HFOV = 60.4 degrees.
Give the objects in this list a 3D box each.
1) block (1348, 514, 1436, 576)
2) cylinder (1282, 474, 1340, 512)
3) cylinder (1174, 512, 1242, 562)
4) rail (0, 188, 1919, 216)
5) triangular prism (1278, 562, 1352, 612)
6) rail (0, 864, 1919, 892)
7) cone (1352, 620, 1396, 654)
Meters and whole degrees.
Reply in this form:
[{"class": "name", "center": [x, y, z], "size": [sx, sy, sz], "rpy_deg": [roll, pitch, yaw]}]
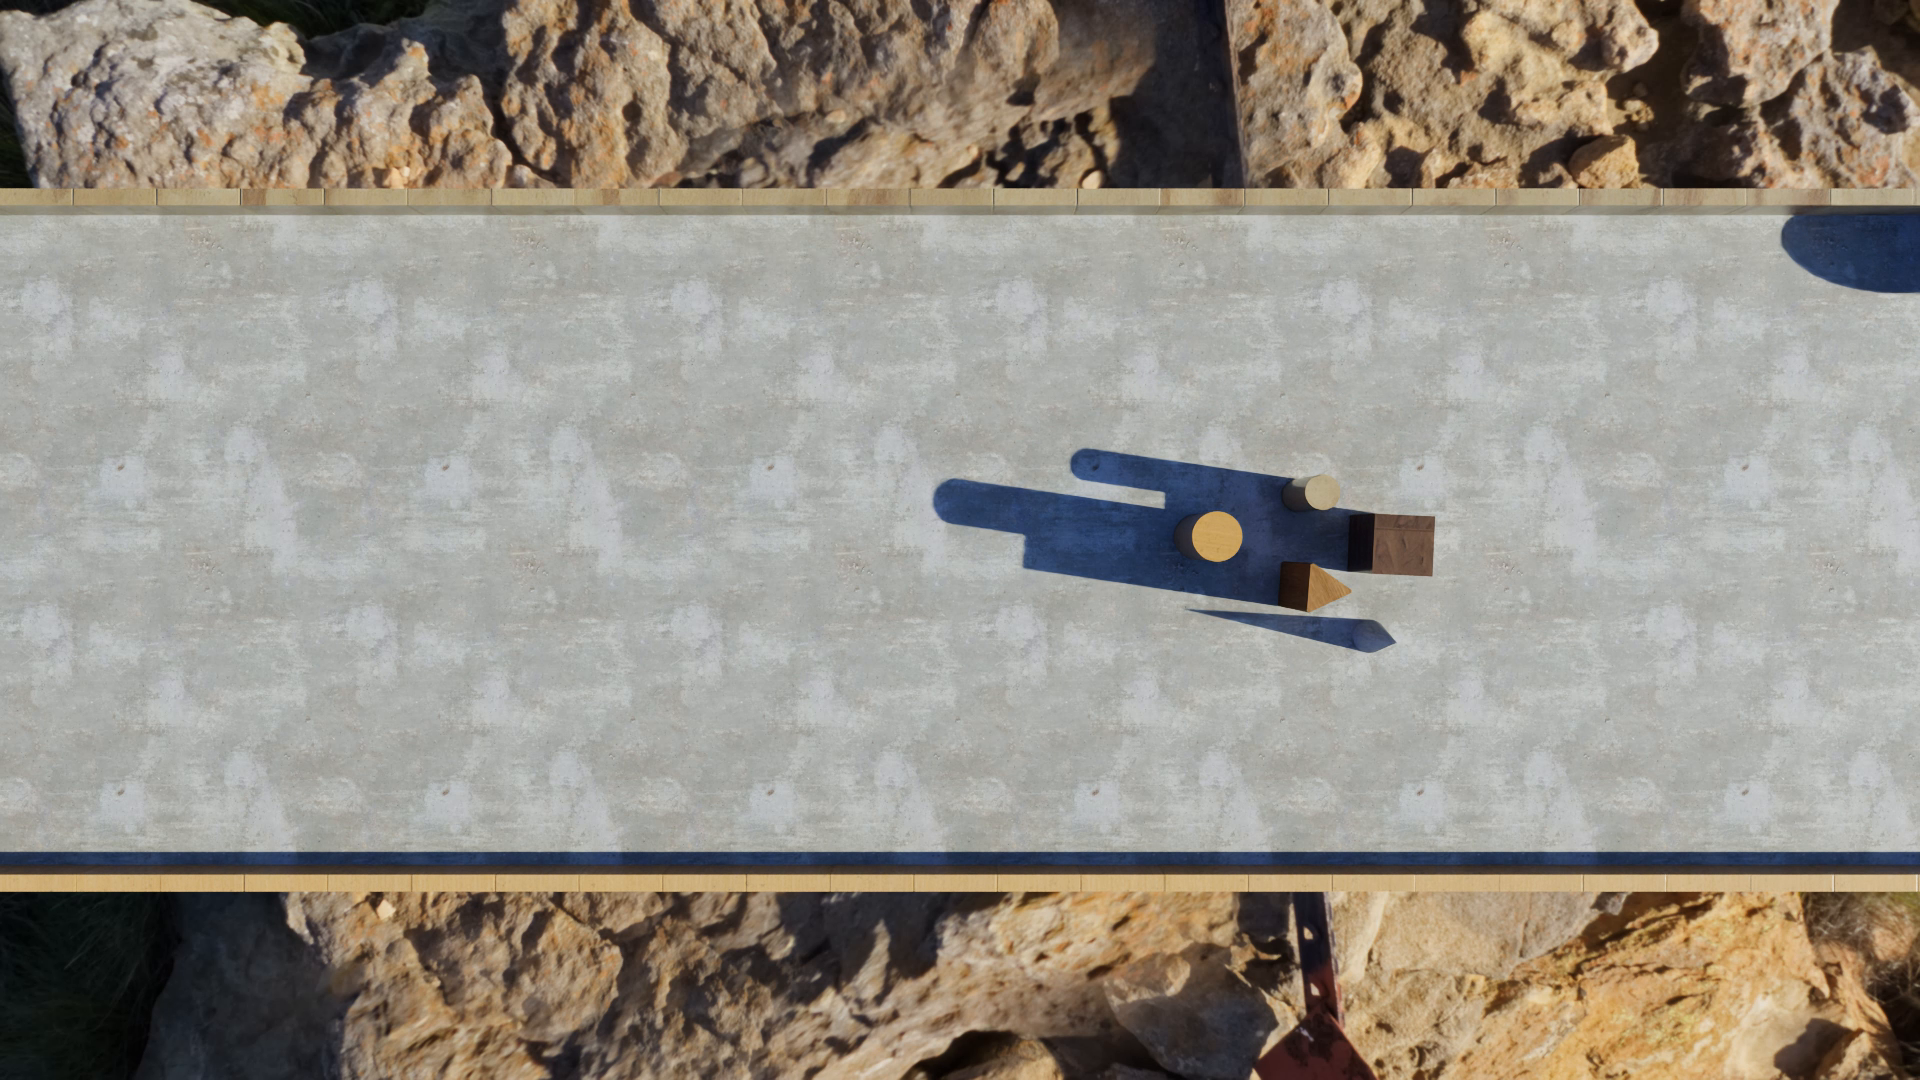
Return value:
[{"class": "block", "center": [1.283, 0.015, 4.922], "size": [0.175, 0.308, 0.175], "rpy_deg": [3, 90, 0]}, {"class": "cylinder", "center": [1.039, -0.137, 4.900], "size": [0.101, 0.352, 0.101], "rpy_deg": [0, 90, 0]}, {"class": "cylinder", "center": [0.729, -0.010, 4.876], "size": [0.142, 0.402, 0.142], "rpy_deg": [0, 90, 0]}, {"class": "rail", "center": [-2.247, -1.025, 5.002], "size": [12.000, 0.150, 0.050], "rpy_deg": [0, 90, 0]}, {"class": "triangular prism", "center": [1.018, 0.120, 4.864], "size": [0.137, 0.426, 0.119], "rpy_deg": [-25, 90, 0]}, {"class": "rail", "center": [-2.247, 1.025, 5.001], "size": [12.000, 0.150, 0.050], "rpy_deg": [0, 90, 0]}, {"class": "cone", "center": [1.261, 0.296, 4.918], "size": [0.103, 0.316, 0.103], "rpy_deg": [0, 90, 0]}]
